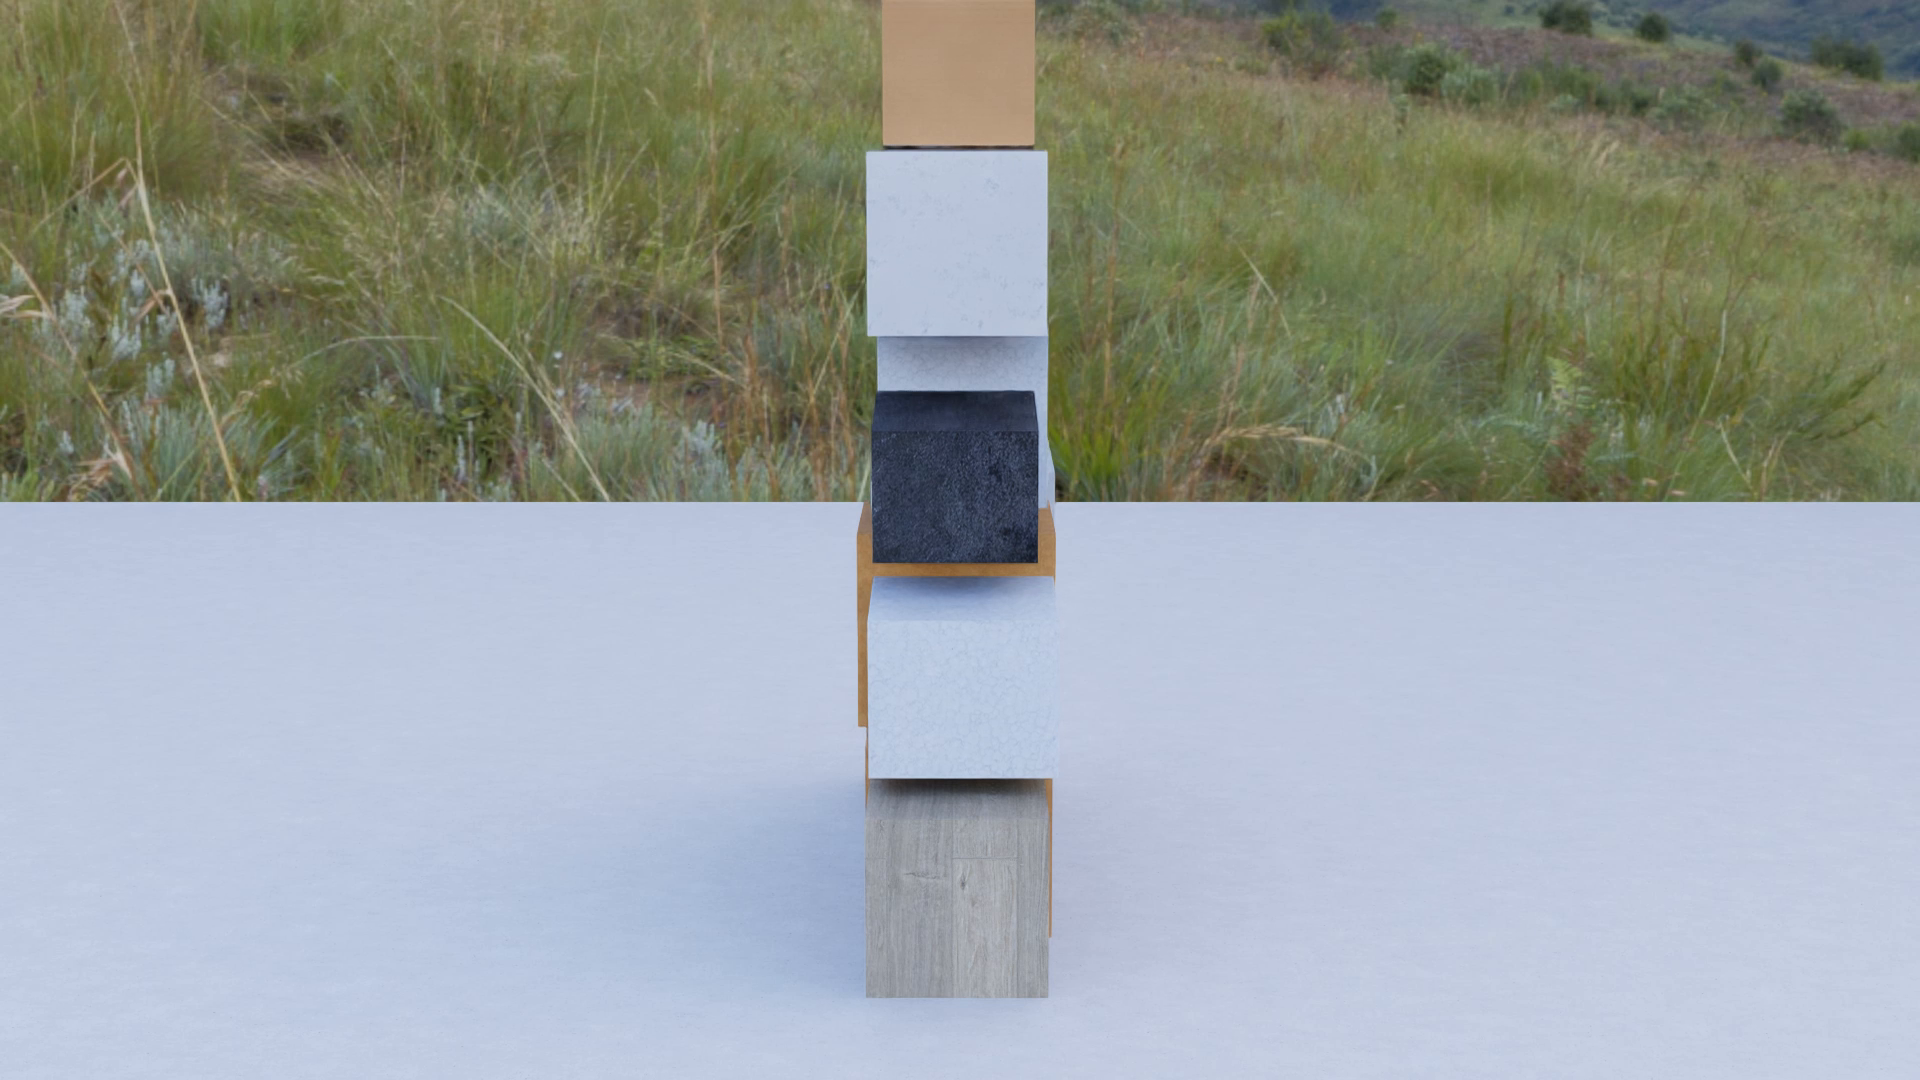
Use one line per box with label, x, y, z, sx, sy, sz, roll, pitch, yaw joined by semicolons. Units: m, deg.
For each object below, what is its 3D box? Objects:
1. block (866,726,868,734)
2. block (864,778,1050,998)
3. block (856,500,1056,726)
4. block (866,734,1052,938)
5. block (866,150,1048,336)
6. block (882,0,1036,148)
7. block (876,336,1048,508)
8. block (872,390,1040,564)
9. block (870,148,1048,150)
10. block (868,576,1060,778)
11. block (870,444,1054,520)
block;-0.003;1.050;11.763;0.822;0.726;0.764;0;10;0
block;-0.011;1.351;10.151;0.702;0.709;0.694;0;10;0
block;-0.015;0.302;11.091;0.823;0.818;0.867;0;10;0
block;-0.004;1.158;10.932;0.762;0.809;0.891;0;10;0
block;-0.012;-1.227;10.499;0.716;0.728;0.682;0;9;0
block;-0.006;-1.984;10.757;0.623;0.676;0.579;0;7;0
block;0.011;-0.586;11.066;0.711;0.745;0.658;0;16;0
block;-0.019;-0.265;10.455;0.658;0.544;0.674;0;17;0
block;-0.003;-1.359;11.218;0.749;0.656;0.715;0;5;0
block;0.014;0.540;10.308;0.742;0.636;0.719;0;13;0
block;0.013;0.066;11.999;0.820;0.947;0.990;0;11;0
